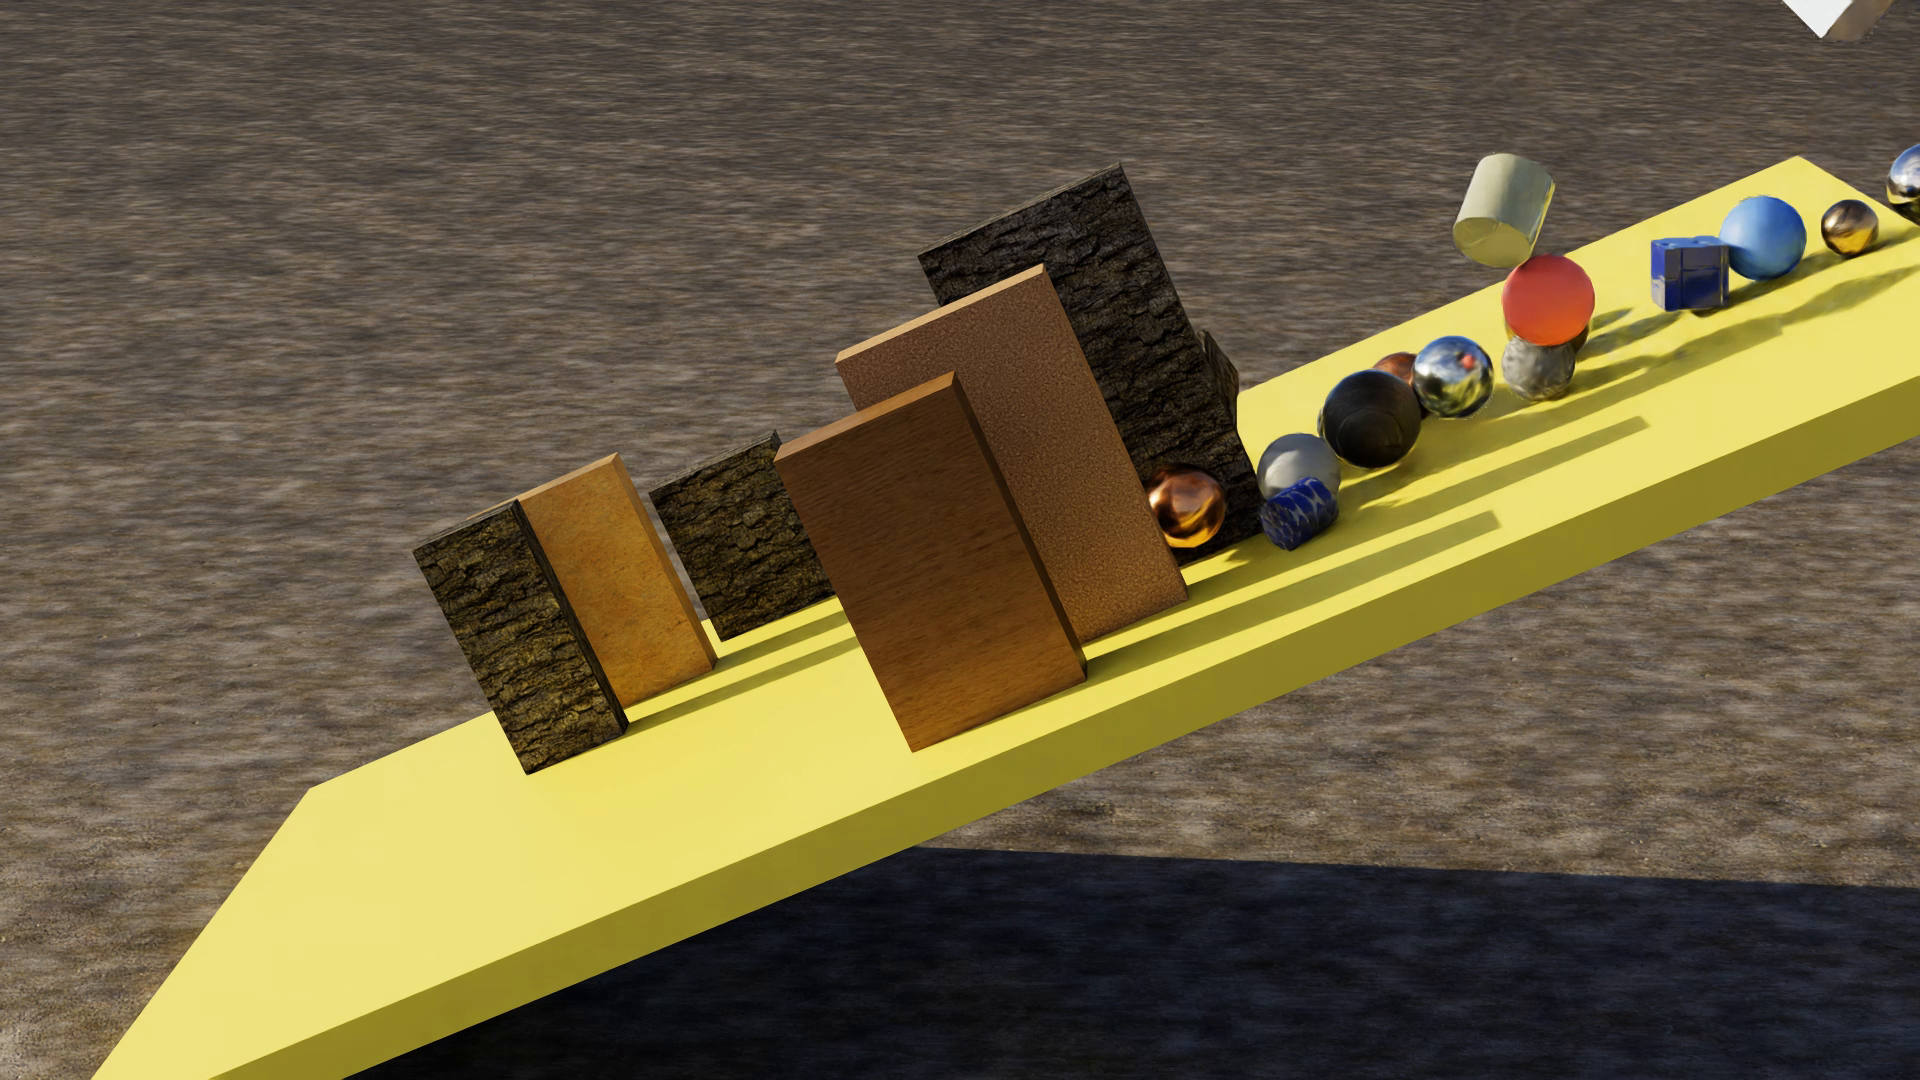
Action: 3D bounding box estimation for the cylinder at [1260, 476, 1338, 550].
[{"bbox_3d":[0.659,-0.051,5.721,0.107,0.107,0.107,-32,31,-30],"label":"cylinder"}]

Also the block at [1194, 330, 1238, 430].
[{"bbox_3d":[0.459,-0.298,6.105,0.181,0.181,0.181,-10,-30,25],"label":"block"}]

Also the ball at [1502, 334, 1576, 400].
[{"bbox_3d":[1.163,-0.355,5.914,0.146,0.146,0.146,0,15,0],"label":"ball"}]

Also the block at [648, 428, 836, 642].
[{"bbox_3d":[-0.508,-0.010,7.051,0.321,0.406,0.119,-23,13,8],"label":"block"}]

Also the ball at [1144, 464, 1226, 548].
[{"bbox_3d":[0.442,-0.067,5.821,0.169,0.169,0.169,0,15,0],"label":"ball"}]

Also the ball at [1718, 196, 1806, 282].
[{"bbox_3d":[1.639,-0.615,6.005,0.173,0.173,0.173,0,15,0],"label":"ball"}]

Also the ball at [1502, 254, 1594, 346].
[{"bbox_3d":[1.159,-0.473,5.799,0.181,0.181,0.181,0,15,0],"label":"ball"}]

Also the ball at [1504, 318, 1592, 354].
[{"bbox_3d":[1.224,-0.457,6.132,0.179,0.179,0.179,0,15,0],"label":"ball"}]

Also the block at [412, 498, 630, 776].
[{"bbox_3d":[-0.987,0.221,6.630,0.246,0.578,0.090,-23,13,8],"label":"block"}]

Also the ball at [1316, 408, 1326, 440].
[{"bbox_3d":[0.809,-0.243,6.174,0.123,0.123,0.123,0,15,0],"label":"ball"}]

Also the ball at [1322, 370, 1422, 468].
[{"bbox_3d":[0.823,-0.242,5.883,0.199,0.199,0.199,0,15,0],"label":"ball"}]

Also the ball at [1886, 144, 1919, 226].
[{"bbox_3d":[2.033,-0.742,6.152,0.182,0.182,0.182,0,15,0],"label":"ball"}]

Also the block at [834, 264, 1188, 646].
[{"bbox_3d":[0.104,-0.124,5.698,0.432,0.701,0.105,-23,13,8],"label":"block"}]

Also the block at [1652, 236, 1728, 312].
[{"bbox_3d":[1.493,-0.546,6.019,0.128,0.128,0.128,-3,15,2],"label":"block"}]

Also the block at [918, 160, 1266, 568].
[{"bbox_3d":[0.278,-0.306,5.902,0.434,0.791,0.097,-23,13,8],"label":"block"}]

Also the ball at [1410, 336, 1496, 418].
[{"bbox_3d":[1.008,-0.334,6.013,0.170,0.170,0.170,0,15,0],"label":"ball"}]

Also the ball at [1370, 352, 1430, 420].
[{"bbox_3d":[0.929,-0.317,6.174,0.156,0.156,0.156,0,15,0],"label":"ball"}]

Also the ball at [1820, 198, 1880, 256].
[{"bbox_3d":[1.790,-0.629,5.917,0.114,0.114,0.114,0,15,0],"label":"ball"}]

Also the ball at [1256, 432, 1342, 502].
[{"bbox_3d":[0.677,-0.131,5.871,0.168,0.168,0.168,0,15,0],"label":"ball"}]

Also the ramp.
[{"bbox_3d":[0.133,0.170,6.284,4.000,0.100,2.000,-23,13,8],"label":"ramp"}]

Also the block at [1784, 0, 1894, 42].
[{"bbox_3d":[1.719,-1.080,5.741,0.146,0.146,0.146,-7,52,-42],"label":"block"}]

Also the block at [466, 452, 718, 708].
[{"bbox_3d":[-0.861,0.125,6.854,0.391,0.544,0.094,-23,13,8],"label":"block"}]

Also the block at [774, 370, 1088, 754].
[{"bbox_3d":[-0.050,0.043,5.510,0.360,0.616,0.132,-23,13,8],"label":"block"}]

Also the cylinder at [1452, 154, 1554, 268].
[{"bbox_3d":[1.061,-0.642,5.742,0.158,0.158,0.158,9,61,30],"label":"cylinder"}]
